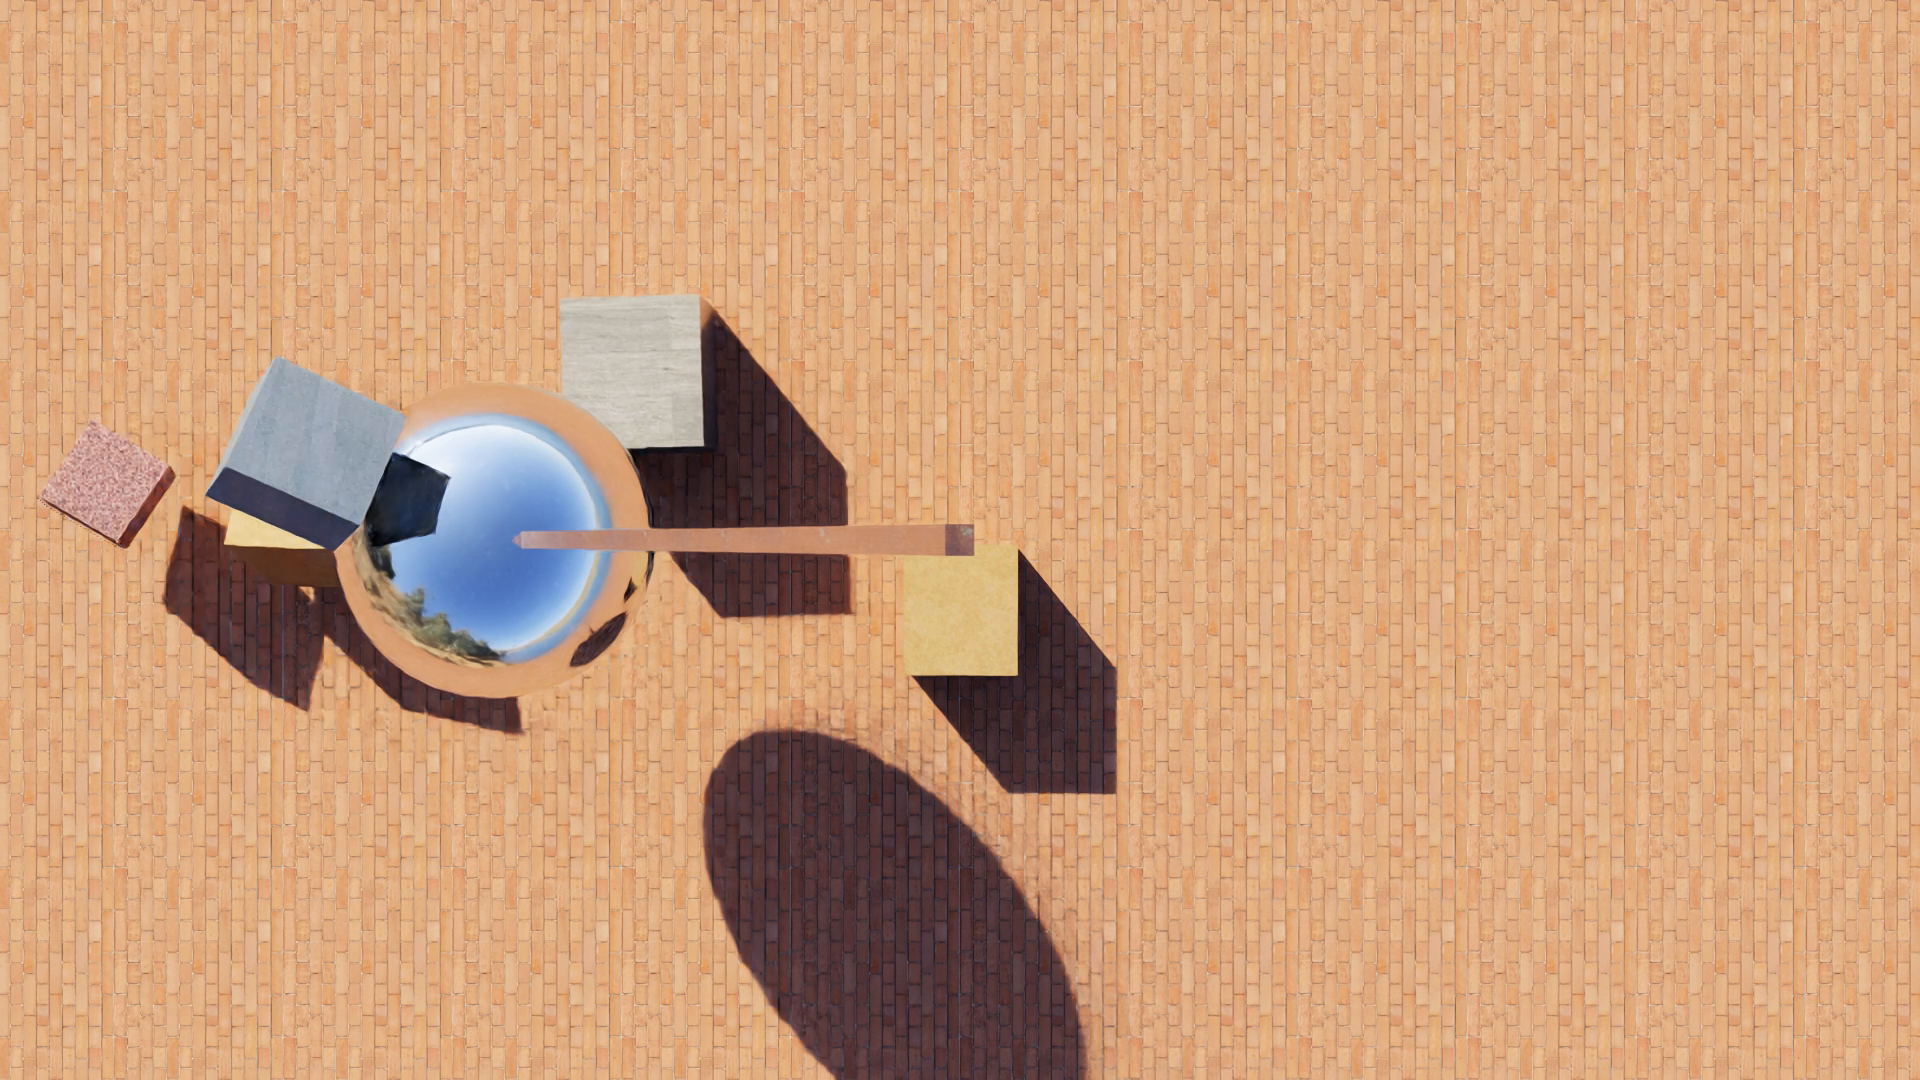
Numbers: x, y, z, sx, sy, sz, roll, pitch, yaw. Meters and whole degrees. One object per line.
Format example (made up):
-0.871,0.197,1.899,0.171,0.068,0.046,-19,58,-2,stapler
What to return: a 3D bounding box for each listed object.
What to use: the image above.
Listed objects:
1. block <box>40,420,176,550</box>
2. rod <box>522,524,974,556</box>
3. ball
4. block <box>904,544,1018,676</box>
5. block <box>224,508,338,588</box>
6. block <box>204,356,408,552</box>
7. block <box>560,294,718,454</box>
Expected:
-4.806,-0.308,12.427,0.481,0.447,0.512,32,77,-9,block
-1.013,0.000,7.958,0.080,5.200,0.080,0,90,-23,rod
-2.338,0.000,11.089,1.600,1.600,1.600,0,90,0,ball
0.003,0.395,12.705,0.645,0.590,0.738,0,90,0,block
-3.706,-0.122,12.555,0.629,0.611,0.600,2,68,10,block
-3.016,-0.386,10.138,0.635,0.593,0.567,26,68,-20,block
-1.826,-0.934,12.615,0.775,0.770,0.845,-2,90,0,block
